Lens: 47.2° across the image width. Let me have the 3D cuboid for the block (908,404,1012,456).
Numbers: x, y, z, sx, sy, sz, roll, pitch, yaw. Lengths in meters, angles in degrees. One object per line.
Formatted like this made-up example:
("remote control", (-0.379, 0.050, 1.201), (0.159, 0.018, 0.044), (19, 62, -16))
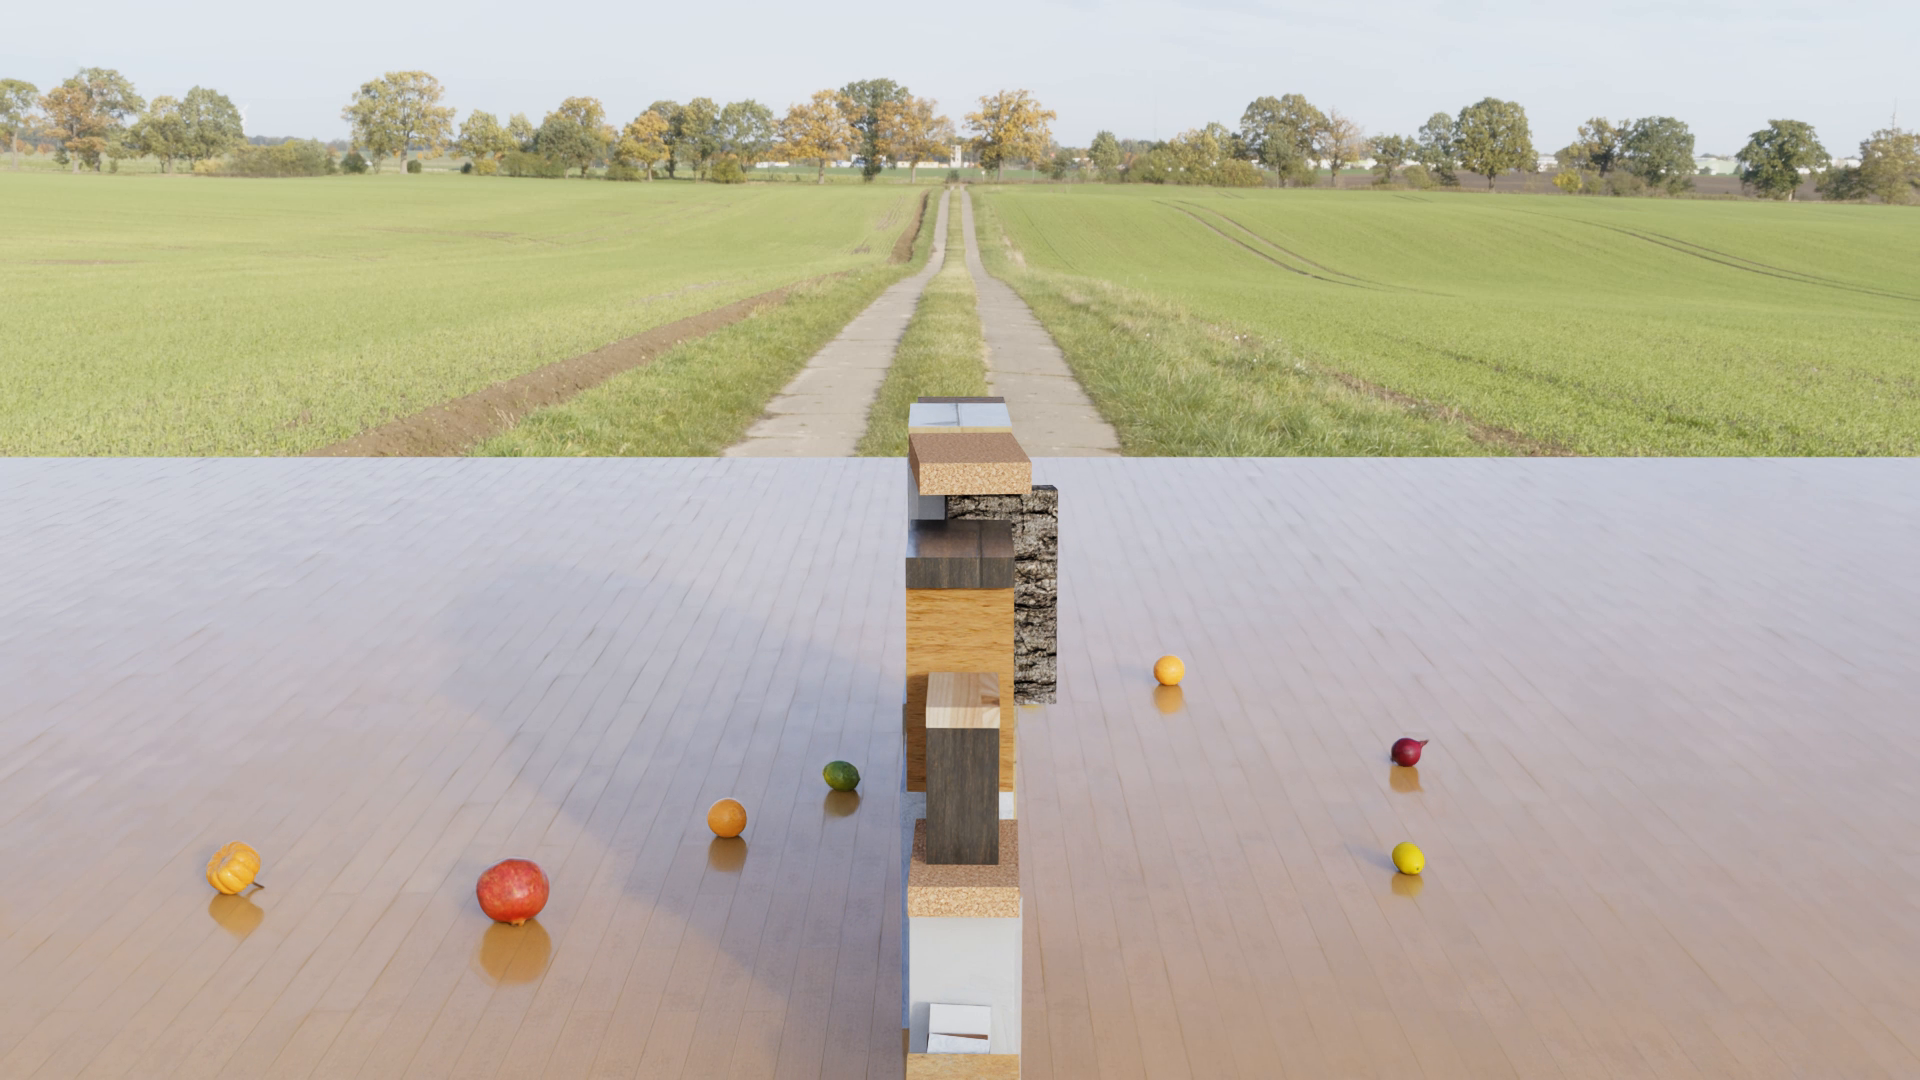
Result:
("block", (-0.002, -0.188, 3.710), (0.167, 0.047, 0.334), (0, 10, -1))

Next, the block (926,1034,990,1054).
("block", (-0.010, 0.694, 2.727), (0.077, 0.154, 0.022), (5, -32, 6))

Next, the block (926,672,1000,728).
("block", (0.005, 0.208, 2.875), (0.094, 0.027, 0.187), (0, 10, 0))

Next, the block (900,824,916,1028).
("block", (-0.005, 0.535, 3.112), (0.156, 0.312, 0.044), (0, 11, 0))

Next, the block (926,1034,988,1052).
("block", (-0.005, 0.696, 2.751), (0.077, 0.154, 0.022), (0, -33, 3))

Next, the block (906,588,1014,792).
("block", (0.000, 0.199, 3.021), (0.146, 0.292, 0.041), (0, 11, 0))

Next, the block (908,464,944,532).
("block", (0.001, 0.044, 3.524), (0.164, 0.329, 0.047), (0, 11, 0))

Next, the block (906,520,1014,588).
("block", (0.000, 0.017, 3.086), (0.146, 0.041, 0.292), (0, 11, 0))

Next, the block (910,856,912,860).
("block", (0.003, 0.569, 3.013), (0.140, 0.280, 0.040), (0, 10, 0))

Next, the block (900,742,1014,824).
("block", (-0.004, 0.340, 3.181), (0.156, 0.044, 0.312), (0, 11, 0))

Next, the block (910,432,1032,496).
("block", (0.012, -0.120, 3.380), (0.164, 0.047, 0.328), (-1, 11, -4))

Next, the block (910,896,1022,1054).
("block", (0.007, 0.598, 2.860), (0.140, 0.280, 0.040), (3, 10, 15))

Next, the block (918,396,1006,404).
("block", (0.003, -0.221, 4.046), (0.164, 0.046, 0.328), (0, 11, 0))

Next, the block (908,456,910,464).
("block", (0.001, 0.022, 3.626), (0.167, 0.334, 0.047), (-2, 7, -13))

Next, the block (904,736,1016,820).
("block", (0.000, 0.457, 3.426), (0.175, 0.349, 0.049), (0, 11, 0))

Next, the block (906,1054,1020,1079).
("block", (0.002, 0.703, 2.593), (0.138, 0.039, 0.275), (0, 22, 1))

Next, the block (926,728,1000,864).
("block", (0.004, 0.325, 2.833), (0.094, 0.187, 0.027), (0, 10, 1))

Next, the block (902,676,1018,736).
("block", (0.000, 0.240, 3.504), (0.175, 0.049, 0.349), (0, 11, 0))

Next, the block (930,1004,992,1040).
("block", (-0.002, 0.673, 2.809), (0.077, 0.154, 0.022), (1, -11, 7))

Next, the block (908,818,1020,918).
("block", (0.007, 0.429, 2.893), (0.140, 0.040, 0.280), (0, 10, 1))

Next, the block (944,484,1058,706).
("block", (0.061, 0.085, 3.307), (0.164, 0.328, 0.047), (-1, 11, -8))
